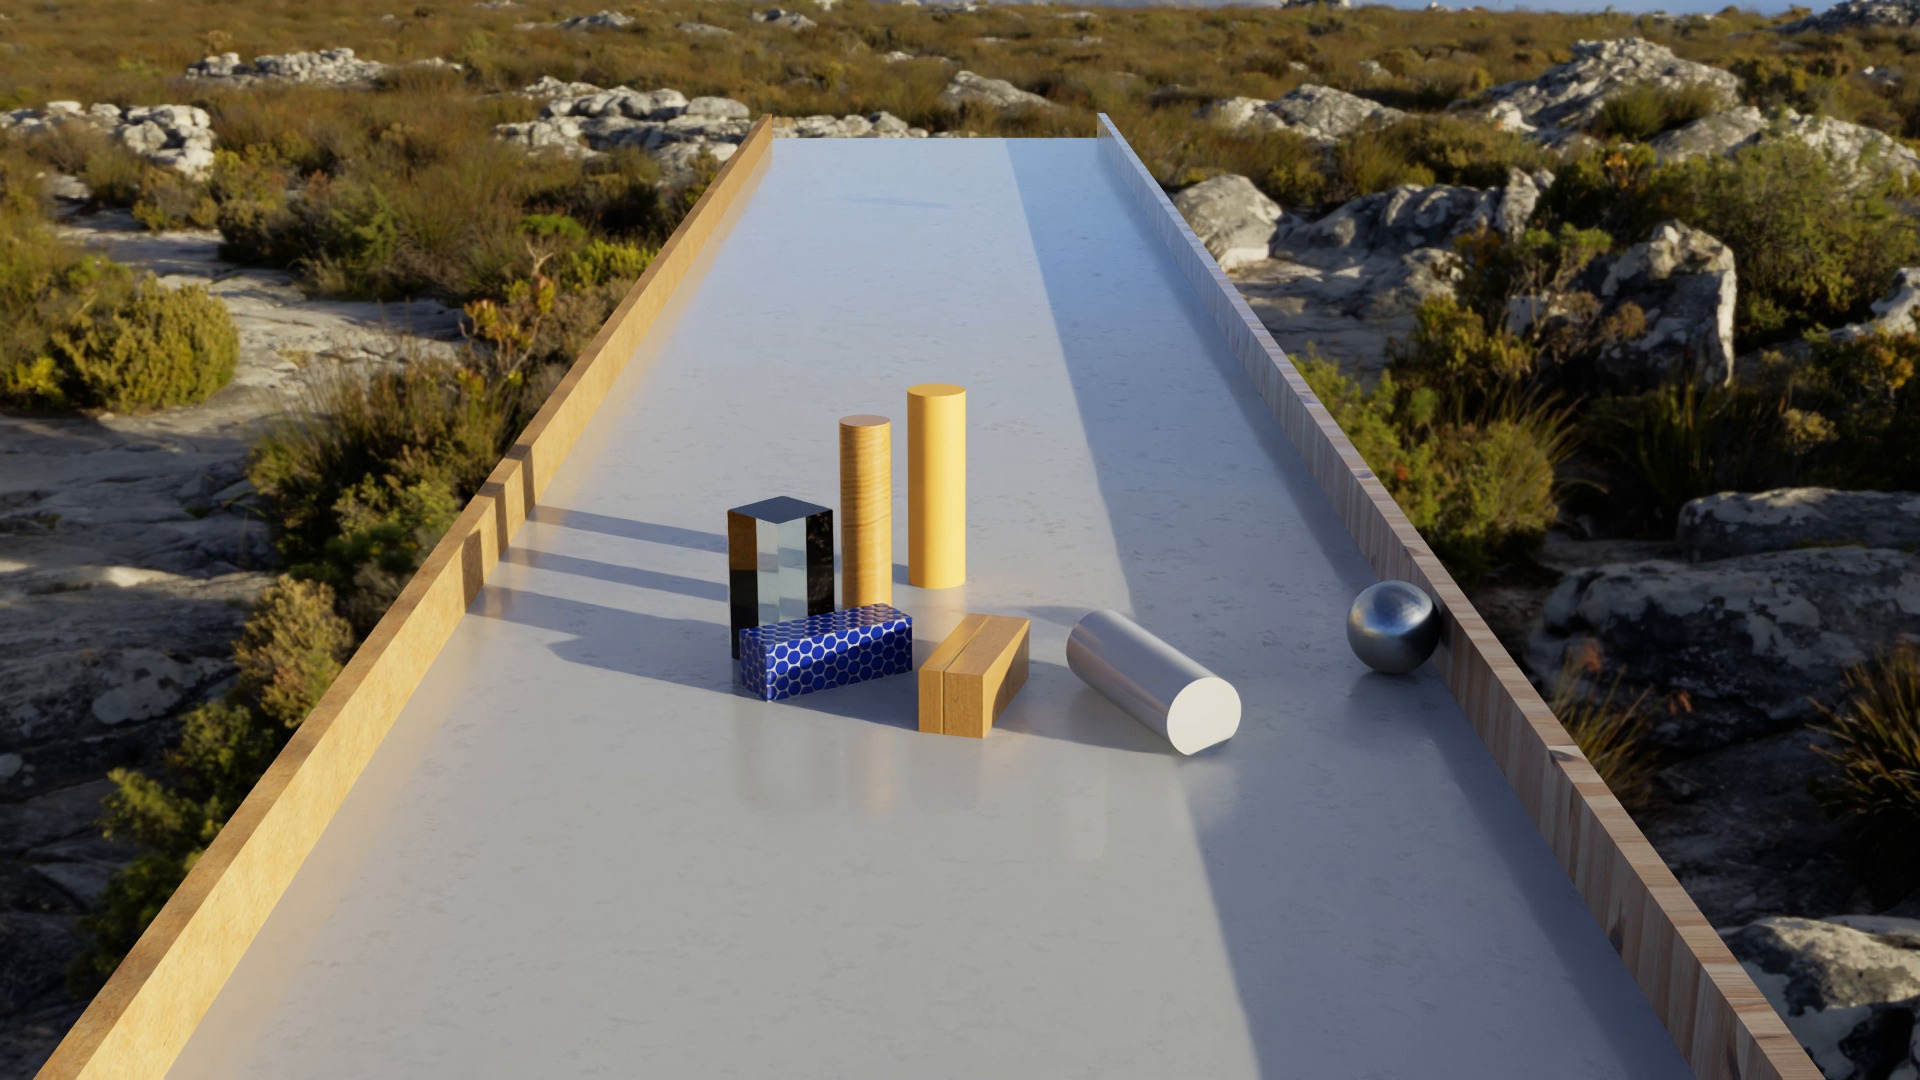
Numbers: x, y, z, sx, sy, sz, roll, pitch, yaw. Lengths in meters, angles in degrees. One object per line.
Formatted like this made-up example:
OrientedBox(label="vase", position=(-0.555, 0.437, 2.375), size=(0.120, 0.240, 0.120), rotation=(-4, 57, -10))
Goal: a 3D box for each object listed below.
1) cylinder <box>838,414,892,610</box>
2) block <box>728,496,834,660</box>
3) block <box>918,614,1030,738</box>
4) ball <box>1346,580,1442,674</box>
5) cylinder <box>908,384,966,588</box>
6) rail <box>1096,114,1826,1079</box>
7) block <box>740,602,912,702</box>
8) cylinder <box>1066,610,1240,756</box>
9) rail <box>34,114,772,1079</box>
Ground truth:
OrientedBox(label="cylinder", position=(-0.197, -0.040, 4.605), size=(0.107, 0.432, 0.107), rotation=(0, 17, 0))
OrientedBox(label="block", position=(-0.355, 0.088, 4.386), size=(0.147, 0.310, 0.147), rotation=(15, 22, 41))
OrientedBox(label="block", position=(0.030, 0.253, 4.163), size=(0.122, 0.122, 0.337), rotation=(5, 17, 15))
OrientedBox(label="ball", position=(0.853, 0.171, 4.330), size=(0.184, 0.184, 0.184), rotation=(0, 17, 0))
OrientedBox(label="cylinder", position=(-0.052, -0.119, 4.863), size=(0.128, 0.436, 0.128), rotation=(0, 17, 0))
OrientedBox(label="rail", position=(0.932, -0.844, 7.801), size=(0.050, 0.150, 12.000), rotation=(0, 17, -1))
OrientedBox(label="block", position=(-0.261, 0.217, 4.301), size=(0.322, 0.112, 0.112), rotation=(-10, 19, -31))
OrientedBox(label="cylinder", position=(0.354, 0.261, 4.088), size=(0.149, 0.149, 0.413), rotation=(-7, 18, -22))
OrientedBox(label="rail", position=(-1.118, -0.838, 7.780), size=(0.050, 0.150, 12.000), rotation=(0, 17, -1))
